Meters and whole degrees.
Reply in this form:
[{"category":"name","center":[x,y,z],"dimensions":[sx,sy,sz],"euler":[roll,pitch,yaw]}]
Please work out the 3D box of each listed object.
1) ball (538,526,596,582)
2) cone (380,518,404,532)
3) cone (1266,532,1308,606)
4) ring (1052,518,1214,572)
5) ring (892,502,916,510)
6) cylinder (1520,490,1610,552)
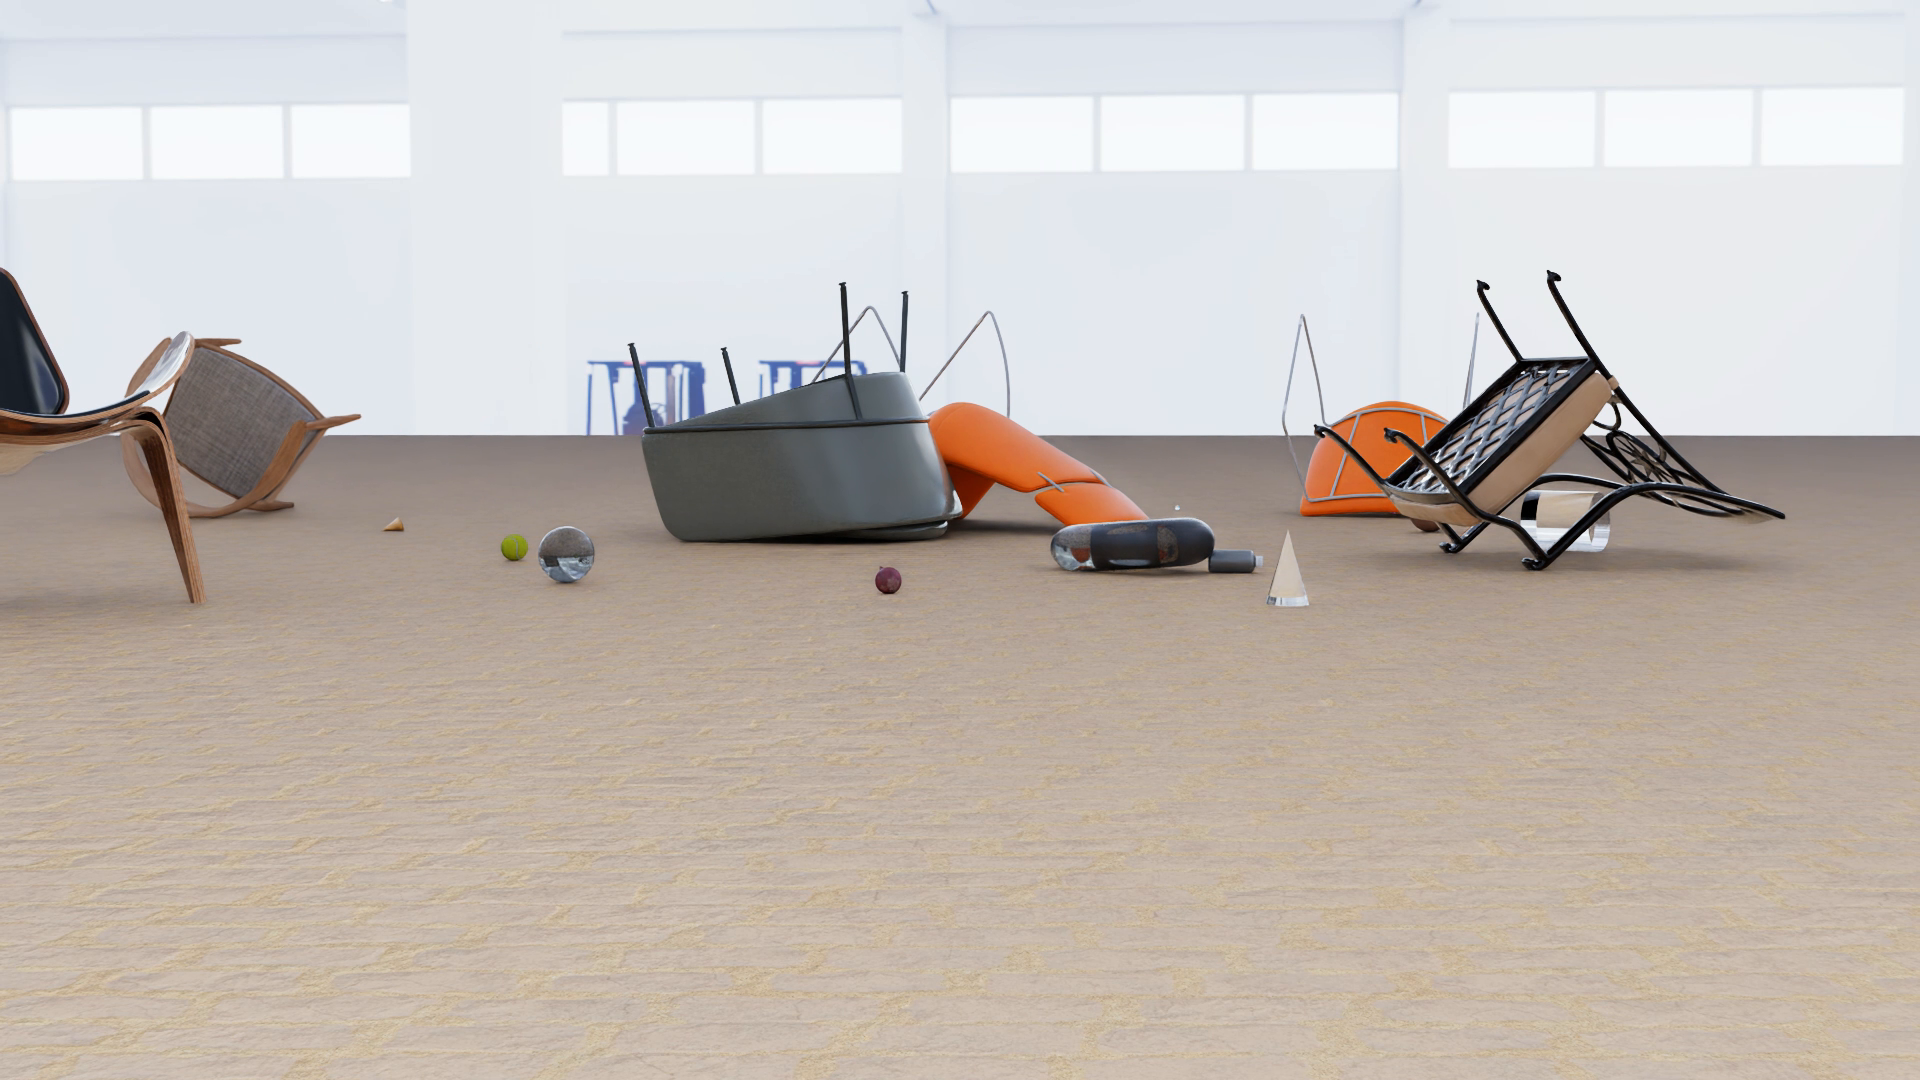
[{"category":"ball","center":[-0.912,0.034,5.097],"dimensions":[0.131,0.131,0.131],"euler":[0,4,0]},{"category":"cone","center":[-1.804,-0.040,6.967],"dimensions":[0.068,0.045,0.058],"euler":[-22,15,-23]},{"category":"cone","center":[0.685,0.056,4.597],"dimensions":[0.090,0.156,0.105],"euler":[0,4,-3]},{"category":"ring","center":[0.424,0.012,5.432],"dimensions":[0.448,0.116,0.279],"euler":[-3,1,36]},{"category":"ring","center":[-0.207,-0.124,8.178],"dimensions":[0.091,0.025,0.102],"euler":[-1,3,-21]},{"category":"cylinder","center":[1.681,-0.053,6.103],"dimensions":[0.184,0.164,0.229],"euler":[2,-6,31]}]
